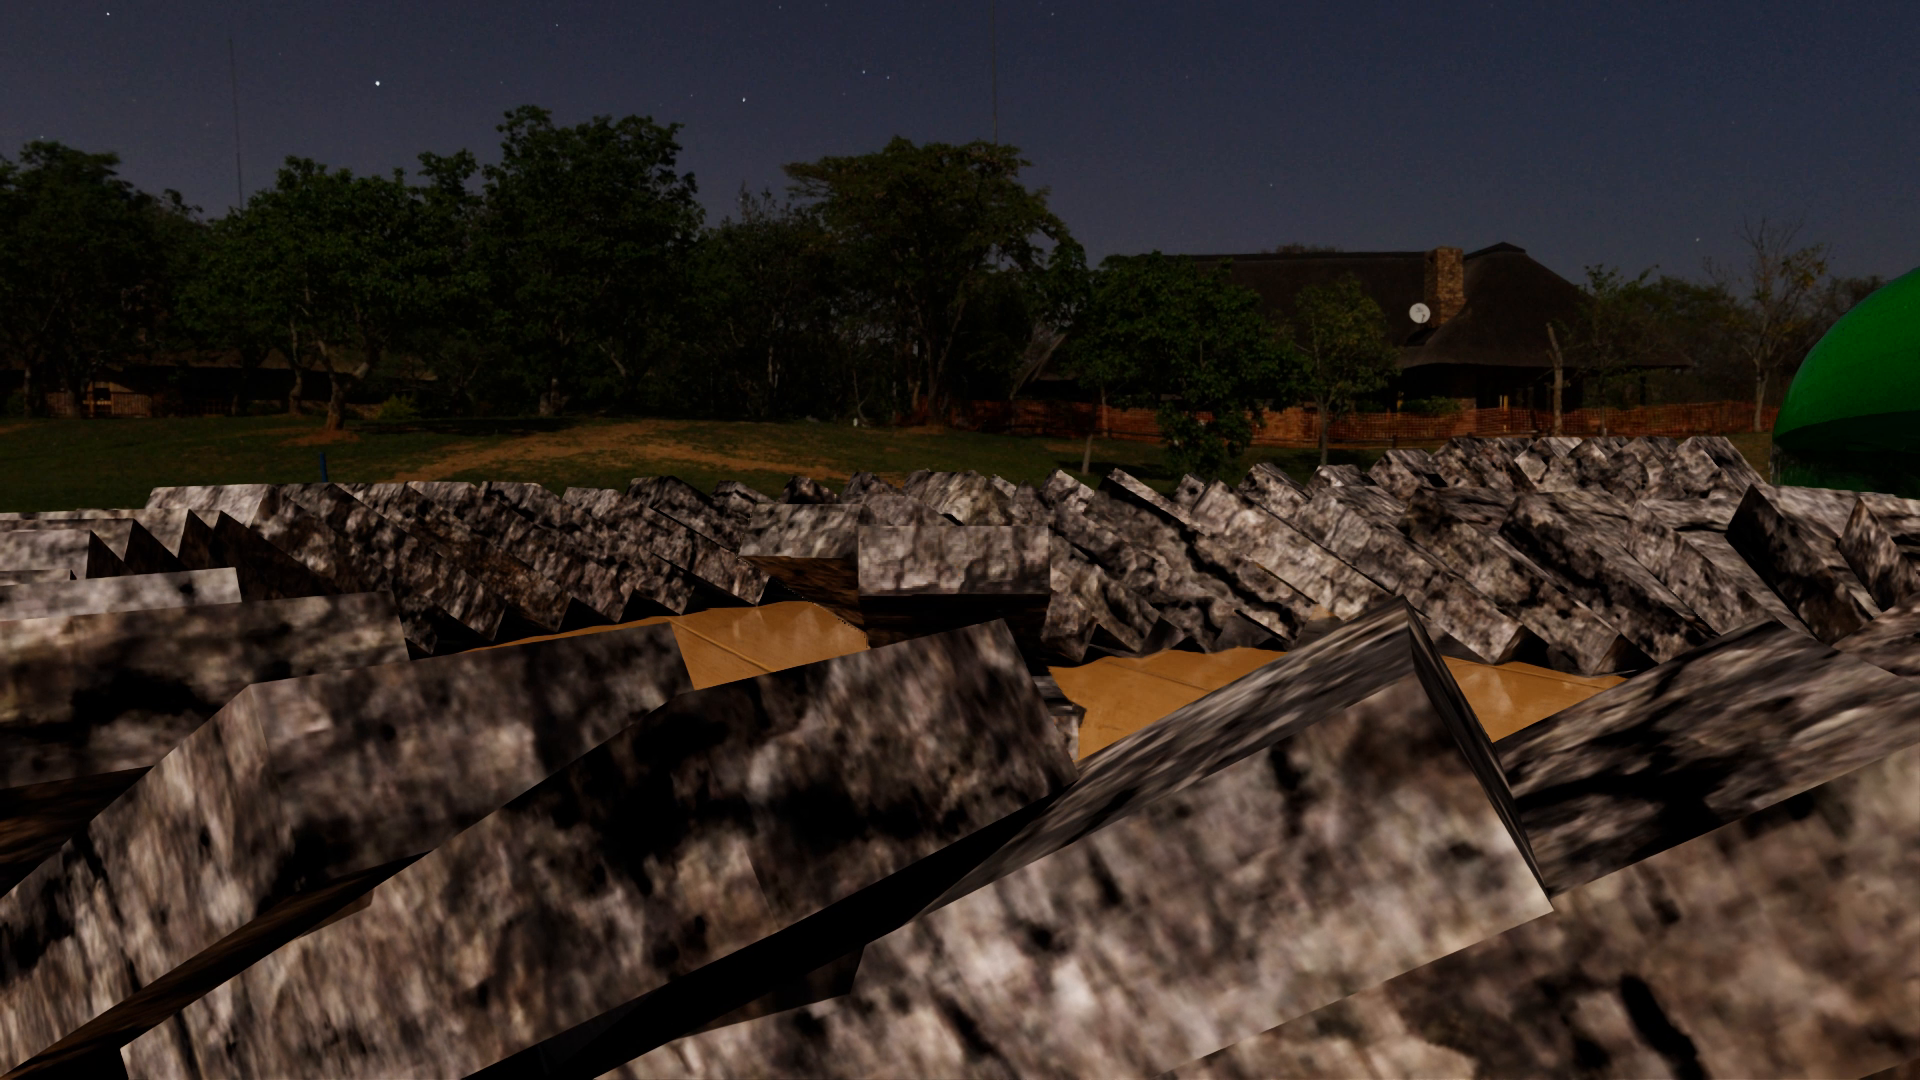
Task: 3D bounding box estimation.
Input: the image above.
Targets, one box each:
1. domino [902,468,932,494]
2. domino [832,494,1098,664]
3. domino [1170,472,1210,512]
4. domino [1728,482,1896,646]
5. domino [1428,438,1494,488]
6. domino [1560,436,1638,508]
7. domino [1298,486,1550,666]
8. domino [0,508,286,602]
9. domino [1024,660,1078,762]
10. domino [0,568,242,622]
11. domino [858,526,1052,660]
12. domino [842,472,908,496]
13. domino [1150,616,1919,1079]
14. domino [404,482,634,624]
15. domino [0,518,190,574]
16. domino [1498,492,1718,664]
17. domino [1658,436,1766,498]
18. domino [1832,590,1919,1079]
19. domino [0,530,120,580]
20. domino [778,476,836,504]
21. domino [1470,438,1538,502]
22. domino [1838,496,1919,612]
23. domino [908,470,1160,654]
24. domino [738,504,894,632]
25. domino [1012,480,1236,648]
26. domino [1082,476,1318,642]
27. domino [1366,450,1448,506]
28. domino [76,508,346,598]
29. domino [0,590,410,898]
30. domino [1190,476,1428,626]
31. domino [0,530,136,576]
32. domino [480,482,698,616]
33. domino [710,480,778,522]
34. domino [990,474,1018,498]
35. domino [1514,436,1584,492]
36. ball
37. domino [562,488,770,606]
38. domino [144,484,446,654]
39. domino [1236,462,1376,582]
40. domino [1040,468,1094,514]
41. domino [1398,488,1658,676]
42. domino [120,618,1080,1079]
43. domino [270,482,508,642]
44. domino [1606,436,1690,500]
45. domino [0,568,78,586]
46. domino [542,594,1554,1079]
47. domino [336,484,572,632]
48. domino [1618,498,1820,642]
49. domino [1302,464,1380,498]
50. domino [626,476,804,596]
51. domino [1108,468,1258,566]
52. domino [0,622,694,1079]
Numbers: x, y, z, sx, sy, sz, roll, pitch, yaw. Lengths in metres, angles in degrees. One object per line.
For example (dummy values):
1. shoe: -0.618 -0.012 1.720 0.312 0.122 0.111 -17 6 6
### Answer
1. domino: 0.007 -0.004 0.382 0.050 0.009 0.025 31 -6 -12
2. domino: 0.000 0.008 0.243 0.050 0.009 0.025 33 -17 -33
3. domino: 0.089 -0.003 0.390 0.050 0.010 0.025 32 11 10
4. domino: 0.146 0.010 0.201 0.025 0.009 0.050 5 35 -2
5. domino: 0.157 -0.007 0.363 0.025 0.050 0.009 -4 -35 -43
6. domino: 0.181 -0.005 0.335 0.025 0.050 0.010 -5 -34 -43
7. domino: 0.098 0.006 0.268 0.025 0.009 0.050 -4 36 -44
8. domino: -0.119 0.011 0.196 0.025 0.009 0.050 -2 -25 -4
9. domino: 0.000 0.024 0.171 0.025 0.009 0.050 0 2 -1
10. domino: -0.076 0.018 0.104 0.025 0.010 0.050 -6 -22 -40
11. domino: -0.001 0.011 0.191 0.025 0.010 0.050 0 -20 0
12. domino: -0.010 -0.003 0.376 0.050 0.009 0.025 31 -6 -15
13. domino: 0.019 0.021 0.061 0.050 0.009 0.025 -31 -5 17
14. domino: -0.102 0.003 0.294 0.025 0.009 0.050 3 -27 36
15. domino: -0.116 0.013 0.177 0.025 0.009 0.050 -1 -26 -6
16. domino: 0.128 0.008 0.238 0.025 0.009 0.050 -2 34 -25
17. domino: 0.197 -0.003 0.316 0.025 0.050 0.009 -4 -34 -43
18. domino: 0.042 0.020 0.065 0.050 0.009 0.025 -33 5 0
19. domino: -0.101 0.015 0.138 0.025 0.009 0.050 -3 -25 -20
20. domino: -0.027 -0.002 0.370 0.050 0.009 0.025 30 -5 -18
21. domino: 0.165 -0.006 0.354 0.025 0.050 0.009 -4 -34 -43
22. domino: 0.147 0.012 0.179 0.025 0.009 0.050 4 35 9
23. domino: 0.014 0.004 0.257 0.050 0.009 0.025 36 -13 -22
24. domino: -0.011 0.009 0.223 0.025 0.009 0.050 1 -25 41
25. domino: 0.032 0.005 0.272 0.050 0.009 0.025 31 2 0
26. domino: 0.050 0.004 0.274 0.050 0.009 0.025 31 2 5
27. domino: 0.144 -0.006 0.372 0.025 0.009 0.050 -4 49 -45
28. domino: -0.123 0.010 0.219 0.025 0.009 0.050 1 -24 9
29. domino: -0.060 0.019 0.092 0.025 0.009 0.050 -4 -23 -45
30. domino: 0.072 0.005 0.269 0.050 0.009 0.025 35 10 7
31. domino: -0.111 0.014 0.158 0.025 0.009 0.050 -1 -26 -10
32. domino: -0.091 0.002 0.312 0.025 0.009 0.050 4 -25 42
33. domino: -0.045 -0.001 0.361 0.050 0.009 0.025 29 -8 -22
34. domino: 0.030 -0.003 0.387 0.050 0.009 0.025 30 3 -3
35. domino: 0.173 -0.005 0.345 0.025 0.050 0.009 -4 -34 -43
36. ball: 0.196 -0.015 0.235 0.080 0.080 0.080 0 4 0
37. domino: -0.076 0.002 0.330 0.025 0.009 0.050 5 -21 47
38. domino: -0.122 0.007 0.238 0.025 0.010 0.050 -1 -29 17
39. domino: 0.109 -0.005 0.387 0.050 0.009 0.025 39 18 17
40. domino: 0.048 -0.004 0.389 0.050 0.009 0.025 32 3 -2
41. domino: 0.115 0.007 0.255 0.025 0.009 0.050 -2 35 -33
42. domino: -0.021 0.021 0.070 0.050 0.009 0.025 -32 -13 29
43. domino: -0.118 0.006 0.257 0.025 0.009 0.050 0 -28 24
44. domino: 0.189 -0.004 0.325 0.025 0.050 0.010 -4 -34 -43
45. domino: -0.093 0.017 0.122 0.025 0.009 0.050 -2 -24 -22
46. domino: 0.002 0.020 0.065 0.050 0.009 0.025 -31 -5 18
47. domino: -0.110 0.005 0.276 0.025 0.009 0.050 2 -27 30
48. domino: 0.140 0.010 0.218 0.025 0.010 0.050 -1 33 -12
49. domino: 0.129 -0.004 0.382 0.025 0.009 0.050 -5 41 -49
50. domino: -0.064 -0.001 0.344 0.050 0.009 0.025 33 -19 -33
51. domino: 0.066 -0.004 0.390 0.050 0.009 0.025 32 3 2
52. domino: -0.041 0.021 0.081 0.050 0.010 0.025 -30 -14 33
